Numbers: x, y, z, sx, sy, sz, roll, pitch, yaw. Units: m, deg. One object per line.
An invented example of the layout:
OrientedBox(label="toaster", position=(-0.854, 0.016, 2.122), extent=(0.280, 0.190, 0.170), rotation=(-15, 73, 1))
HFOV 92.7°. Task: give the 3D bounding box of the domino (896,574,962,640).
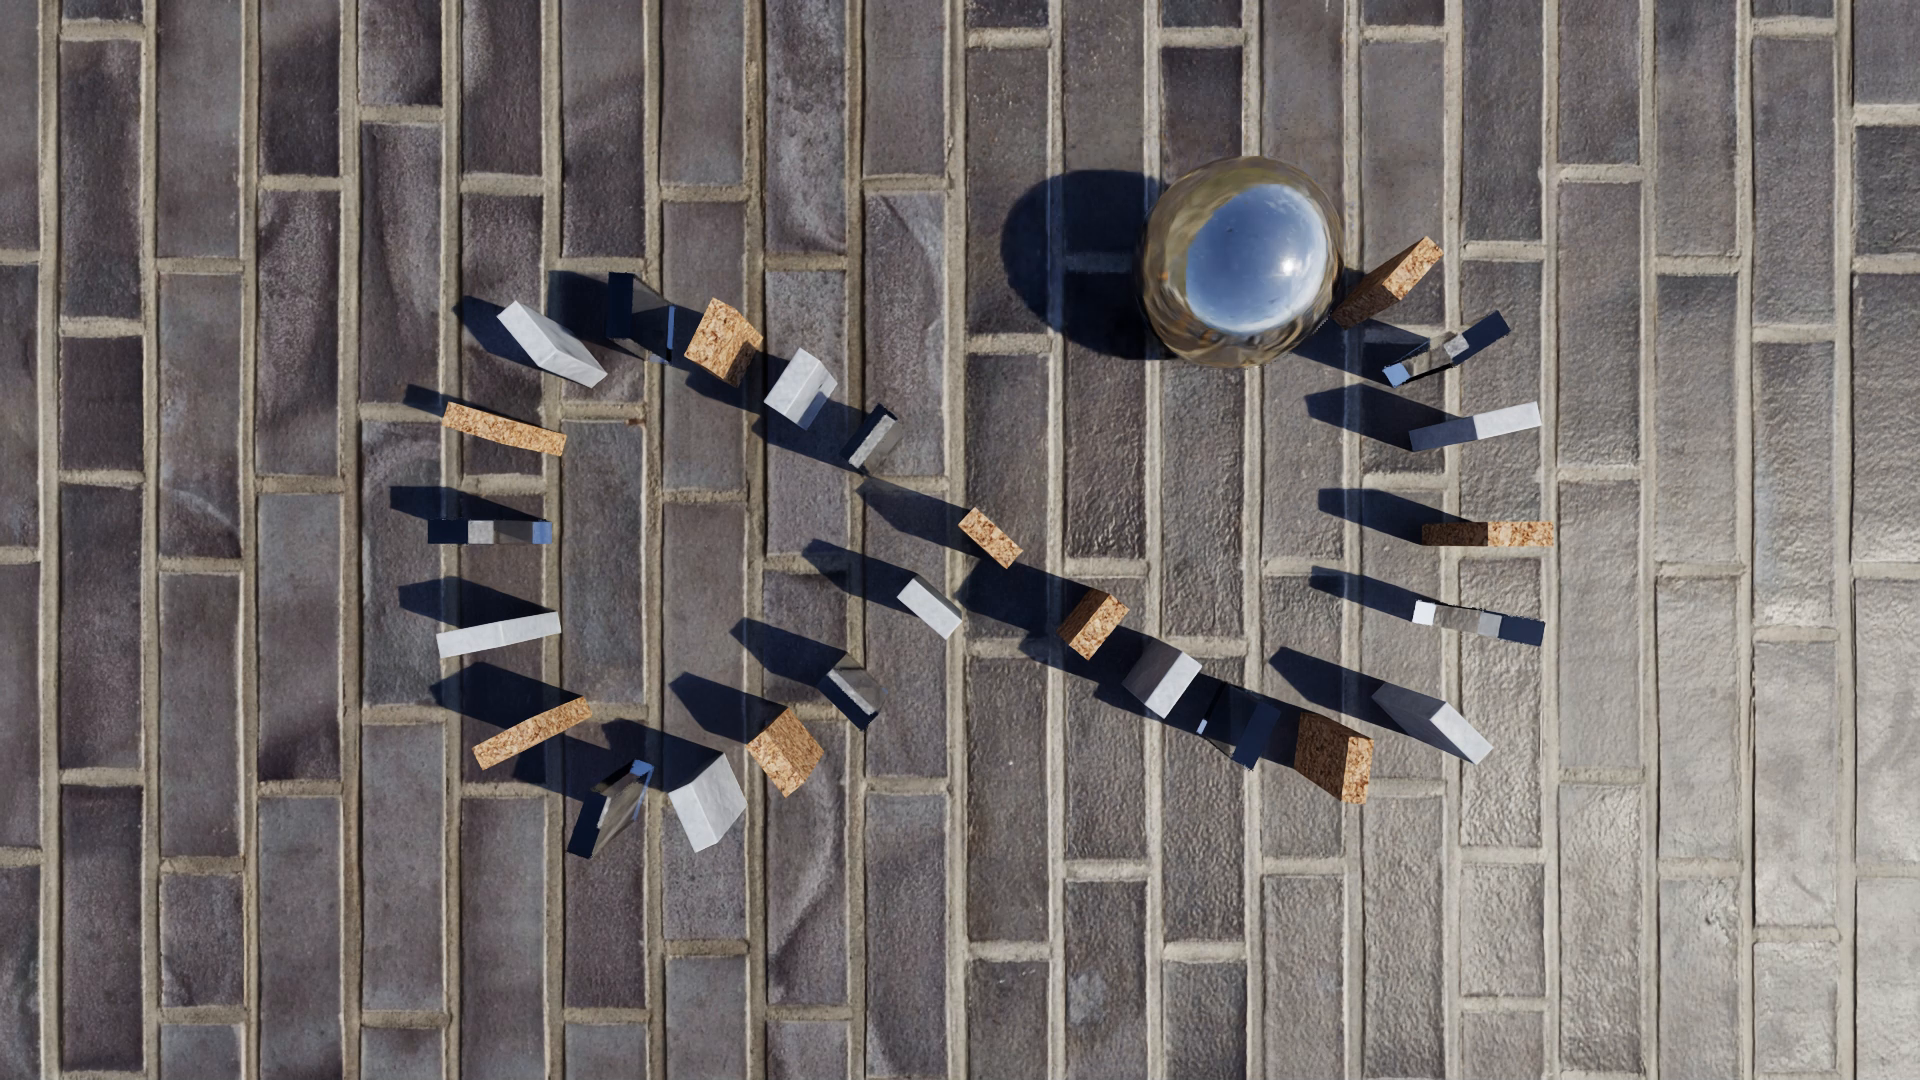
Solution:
OrientedBox(label="domino", position=(-0.012, 0.026, 0.375), extent=(0.025, 0.050, 0.009), rotation=(41, 90, 0))

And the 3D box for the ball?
OrientedBox(label="ball", position=(0.108, -0.108, 0.360), extent=(0.080, 0.080, 0.080), rotation=(0, 90, 0))

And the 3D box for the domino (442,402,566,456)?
OrientedBox(label="domino", position=(-0.185, -0.045, 0.375), extent=(0.025, 0.050, 0.009), rotation=(17, 90, 0))

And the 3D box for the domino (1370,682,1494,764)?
OrientedBox(label="domino", position=(0.192, 0.074, 0.375), extent=(0.025, 0.050, 0.009), rotation=(44, 90, 0))

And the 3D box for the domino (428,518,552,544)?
OrientedBox(label="domino", position=(-0.191, -0.003, 0.375), extent=(0.025, 0.050, 0.009), rotation=(0, 90, 0))

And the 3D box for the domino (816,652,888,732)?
OrientedBox(label="domino", position=(-0.043, 0.061, 0.375), extent=(0.025, 0.050, 0.010), rotation=(44, 90, 0))

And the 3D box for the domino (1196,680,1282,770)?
OrientedBox(label="domino", position=(0.113, 0.075, 0.375), extent=(0.010, 0.050, 0.025), rotation=(27, 90, 0))

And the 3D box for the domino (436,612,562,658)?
OrientedBox(label="domino", position=(-0.187, 0.038, 0.375), extent=(0.025, 0.050, 0.009), rotation=(-11, 90, 0))

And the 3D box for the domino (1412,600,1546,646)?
OrientedBox(label="domino", position=(0.211, 0.034, 0.375), extent=(0.025, 0.050, 0.009), rotation=(12, 90, 0))

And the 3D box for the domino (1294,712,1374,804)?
OrientedBox(label="domino", position=(0.152, 0.088, 0.375), extent=(0.010, 0.050, 0.025), rotation=(7, 90, 0))

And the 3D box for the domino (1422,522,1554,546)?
OrientedBox(label="domino", position=(0.214, -0.002, 0.375), extent=(0.025, 0.050, 0.010), rotation=(0, 90, 0))

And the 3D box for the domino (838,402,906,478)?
OrientedBox(label="domino", position=(-0.035, -0.040, 0.375), extent=(0.009, 0.050, 0.025), rotation=(38, 90, 0))

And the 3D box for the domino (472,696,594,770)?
OrientedBox(label="domino", position=(-0.173, 0.078, 0.375), extent=(0.025, 0.050, 0.009), rotation=(-27, 90, 0))

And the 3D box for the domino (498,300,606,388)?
OrientedBox(label="domino", position=(-0.165, -0.079, 0.375), extent=(0.009, 0.050, 0.025), rotation=(-40, 90, 0))

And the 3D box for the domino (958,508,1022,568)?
OrientedBox(label="domino", position=(0.012, -0.001, 0.375), extent=(0.025, 0.050, 0.009), rotation=(42, 90, 0))

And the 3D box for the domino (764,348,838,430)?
OrientedBox(label="domino", position=(-0.064, -0.061, 0.375), extent=(0.009, 0.050, 0.025), rotation=(33, 90, 0))

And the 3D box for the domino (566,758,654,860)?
OrientedBox(label="domino", position=(-0.142, 0.109, 0.375), extent=(0.010, 0.050, 0.025), rotation=(20, 90, 0))

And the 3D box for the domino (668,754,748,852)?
OrientedBox(label="domino", position=(-0.102, 0.106, 0.375), extent=(0.010, 0.050, 0.025), rotation=(-25, 90, 0))

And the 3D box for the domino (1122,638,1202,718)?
OrientedBox(label="domino", position=(0.082, 0.055, 0.375), extent=(0.010, 0.050, 0.025), rotation=(36, 90, 0))

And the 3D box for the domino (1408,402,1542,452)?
OrientedBox(label="domino", position=(0.209, -0.046, 0.375), extent=(0.025, 0.050, 0.009), rotation=(-13, 90, 0))

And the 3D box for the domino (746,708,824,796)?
OrientedBox(label="domino", position=(-0.071, 0.086, 0.375), extent=(0.010, 0.050, 0.025), rotation=(-39, 90, 0))

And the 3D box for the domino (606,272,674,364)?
OrientedBox(label="domino", position=(-0.130, -0.090, 0.375), extent=(0.009, 0.050, 0.025), rotation=(3, 90, 0))

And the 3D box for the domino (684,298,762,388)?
OrientedBox(label="domino", position=(-0.096, -0.079, 0.375), extent=(0.010, 0.050, 0.025), rotation=(27, 90, 0))

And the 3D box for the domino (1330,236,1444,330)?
OrientedBox(label="domino", position=(0.173, -0.104, 0.375), extent=(0.010, 0.050, 0.025), rotation=(43, 90, 0))

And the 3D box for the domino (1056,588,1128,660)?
OrientedBox(label="domino", position=(0.053, 0.033, 0.375), extent=(0.009, 0.050, 0.025), rotation=(39, 90, 0))

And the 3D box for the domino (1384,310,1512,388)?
OrientedBox(label="domino", position=(0.198, -0.077, 0.375), extent=(0.025, 0.050, 0.010), rotation=(-32, 90, 0))
